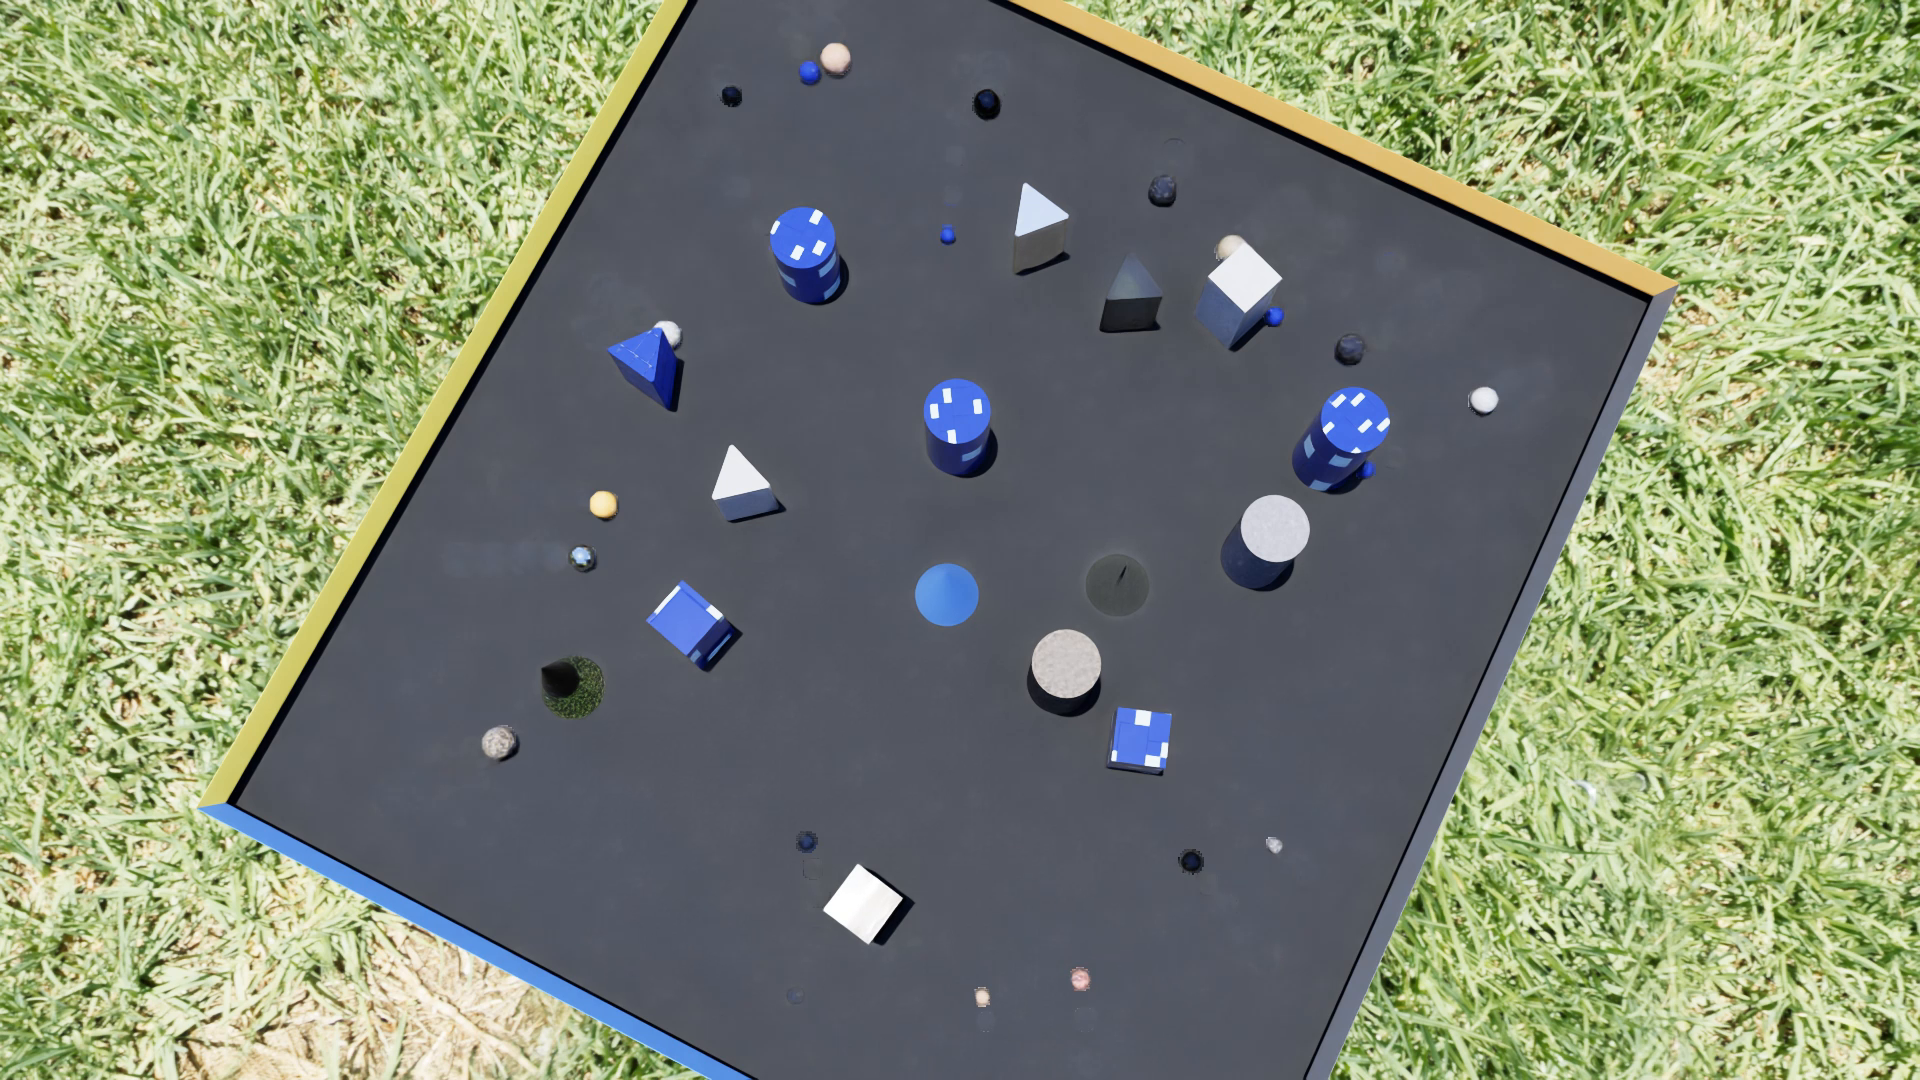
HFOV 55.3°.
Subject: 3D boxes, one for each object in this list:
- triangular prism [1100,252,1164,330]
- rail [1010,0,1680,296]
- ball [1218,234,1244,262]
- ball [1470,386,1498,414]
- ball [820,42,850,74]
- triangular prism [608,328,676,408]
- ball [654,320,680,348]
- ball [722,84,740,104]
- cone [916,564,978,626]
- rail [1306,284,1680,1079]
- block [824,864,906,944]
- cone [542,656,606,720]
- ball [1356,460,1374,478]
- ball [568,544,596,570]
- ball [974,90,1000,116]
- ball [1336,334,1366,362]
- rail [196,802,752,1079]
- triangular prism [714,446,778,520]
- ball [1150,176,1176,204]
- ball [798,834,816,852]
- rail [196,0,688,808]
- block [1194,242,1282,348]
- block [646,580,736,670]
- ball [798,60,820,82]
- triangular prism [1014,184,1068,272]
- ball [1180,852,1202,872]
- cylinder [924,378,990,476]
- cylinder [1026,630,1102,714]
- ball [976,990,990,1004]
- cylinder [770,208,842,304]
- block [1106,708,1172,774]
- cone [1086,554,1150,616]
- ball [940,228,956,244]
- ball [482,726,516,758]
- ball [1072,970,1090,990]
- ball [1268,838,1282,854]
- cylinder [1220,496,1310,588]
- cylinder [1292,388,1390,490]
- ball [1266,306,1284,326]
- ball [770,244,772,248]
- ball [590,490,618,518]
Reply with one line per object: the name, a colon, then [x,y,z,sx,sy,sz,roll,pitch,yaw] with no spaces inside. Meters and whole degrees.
triangular prism: [0.517,-0.766,5.624,0.168,0.296,0.146,-4,78,-1]
rail: [0.755,-1.472,5.856,3.258,0.126,0.045,26,80,5]
ball: [0.855,-0.912,5.757,0.094,0.094,0.094,0,78,0]
ball: [1.620,-0.433,5.664,0.082,0.082,0.082,0,78,0]
ball: [-0.399,-1.548,5.887,0.097,0.097,0.097,0,78,0]
triangular prism: [-0.931,-0.543,5.573,0.168,0.304,0.146,35,80,7]
ball: [-0.914,-0.640,5.704,0.088,0.088,0.088,0,78,0]
ball: [-0.735,-1.429,5.881,0.061,0.061,0.061,0,78,0]
cone: [-0.040,0.130,5.404,0.194,0.364,0.194,0,78,0]
rail: [1.436,0.710,5.404,0.045,0.126,3.425,26,80,5]
block: [-0.267,1.038,5.220,0.155,0.356,0.155,36,81,7]
cone: [-1.166,0.401,5.313,0.194,0.432,0.194,0,78,0]
ball: [1.244,-0.219,5.629,0.057,0.057,0.057,0,78,0]
ball: [-1.149,0.053,5.564,0.081,0.081,0.081,0,78,0]
ball: [0.086,-1.399,5.864,0.083,0.083,0.083,0,78,0]
ball: [1.213,-0.596,5.693,0.092,0.092,0.092,0,78,0]
rail: [-0.755,1.486,5.244,3.258,0.126,0.045,26,80,5]
triangular prism: [-0.655,-0.179,5.503,0.168,0.294,0.146,-13,79,-3]
ball: [0.643,-1.110,5.801,0.088,0.088,0.088,0,78,0]
ball: [-0.452,0.892,5.406,0.051,0.051,0.051,0,78,0]
rail: [-1.436,-0.696,5.695,0.045,0.126,3.425,26,80,5]
block: [0.842,-0.740,5.587,0.155,0.357,0.155,-43,81,-8]
block: [-0.790,0.254,5.405,0.155,0.311,0.155,40,81,8]
ball: [-0.484,-1.506,5.893,0.069,0.069,0.069,0,78,0]
triangular prism: [0.220,-0.972,5.651,0.168,0.326,0.146,-21,79,-4]
ball: [0.680,0.947,5.389,0.061,0.061,0.061,0,78,0]
cylinder: [-0.008,-0.334,5.489,0.194,0.385,0.194,0,78,0]
cylinder: [0.298,0.387,5.331,0.194,0.402,0.194,0,78,0]
ball: [0.066,1.328,5.320,0.042,0.042,0.042,0,78,0]
cylinder: [-0.471,-0.873,5.637,0.194,0.314,0.194,0,78,0]
block: [0.521,0.591,5.374,0.155,0.235,0.155,8,78,2]
cone: [0.480,0.103,5.417,0.194,0.349,0.194,0,78,0]
ball: [-0.038,-0.962,5.791,0.048,0.048,0.048,0,78,0]
ball: [-1.370,0.602,5.443,0.096,0.096,0.096,0,78,0]
ball: [0.350,1.278,5.324,0.055,0.055,0.055,0,78,0]
ball: [0.930,0.903,5.408,0.043,0.043,0.043,0,78,0]
cylinder: [0.893,0.010,5.399,0.194,0.422,0.194,0,78,0]
cylinder: [1.123,-0.294,5.437,0.194,0.470,0.194,0,78,0]
ball: [0.985,-0.701,5.730,0.058,0.058,0.058,0,78,0]
ball: [-0.567,-0.927,5.775,0.059,0.059,0.059,0,78,0]
ball: [-1.090,-0.109,5.597,0.083,0.083,0.083,0,78,0]
